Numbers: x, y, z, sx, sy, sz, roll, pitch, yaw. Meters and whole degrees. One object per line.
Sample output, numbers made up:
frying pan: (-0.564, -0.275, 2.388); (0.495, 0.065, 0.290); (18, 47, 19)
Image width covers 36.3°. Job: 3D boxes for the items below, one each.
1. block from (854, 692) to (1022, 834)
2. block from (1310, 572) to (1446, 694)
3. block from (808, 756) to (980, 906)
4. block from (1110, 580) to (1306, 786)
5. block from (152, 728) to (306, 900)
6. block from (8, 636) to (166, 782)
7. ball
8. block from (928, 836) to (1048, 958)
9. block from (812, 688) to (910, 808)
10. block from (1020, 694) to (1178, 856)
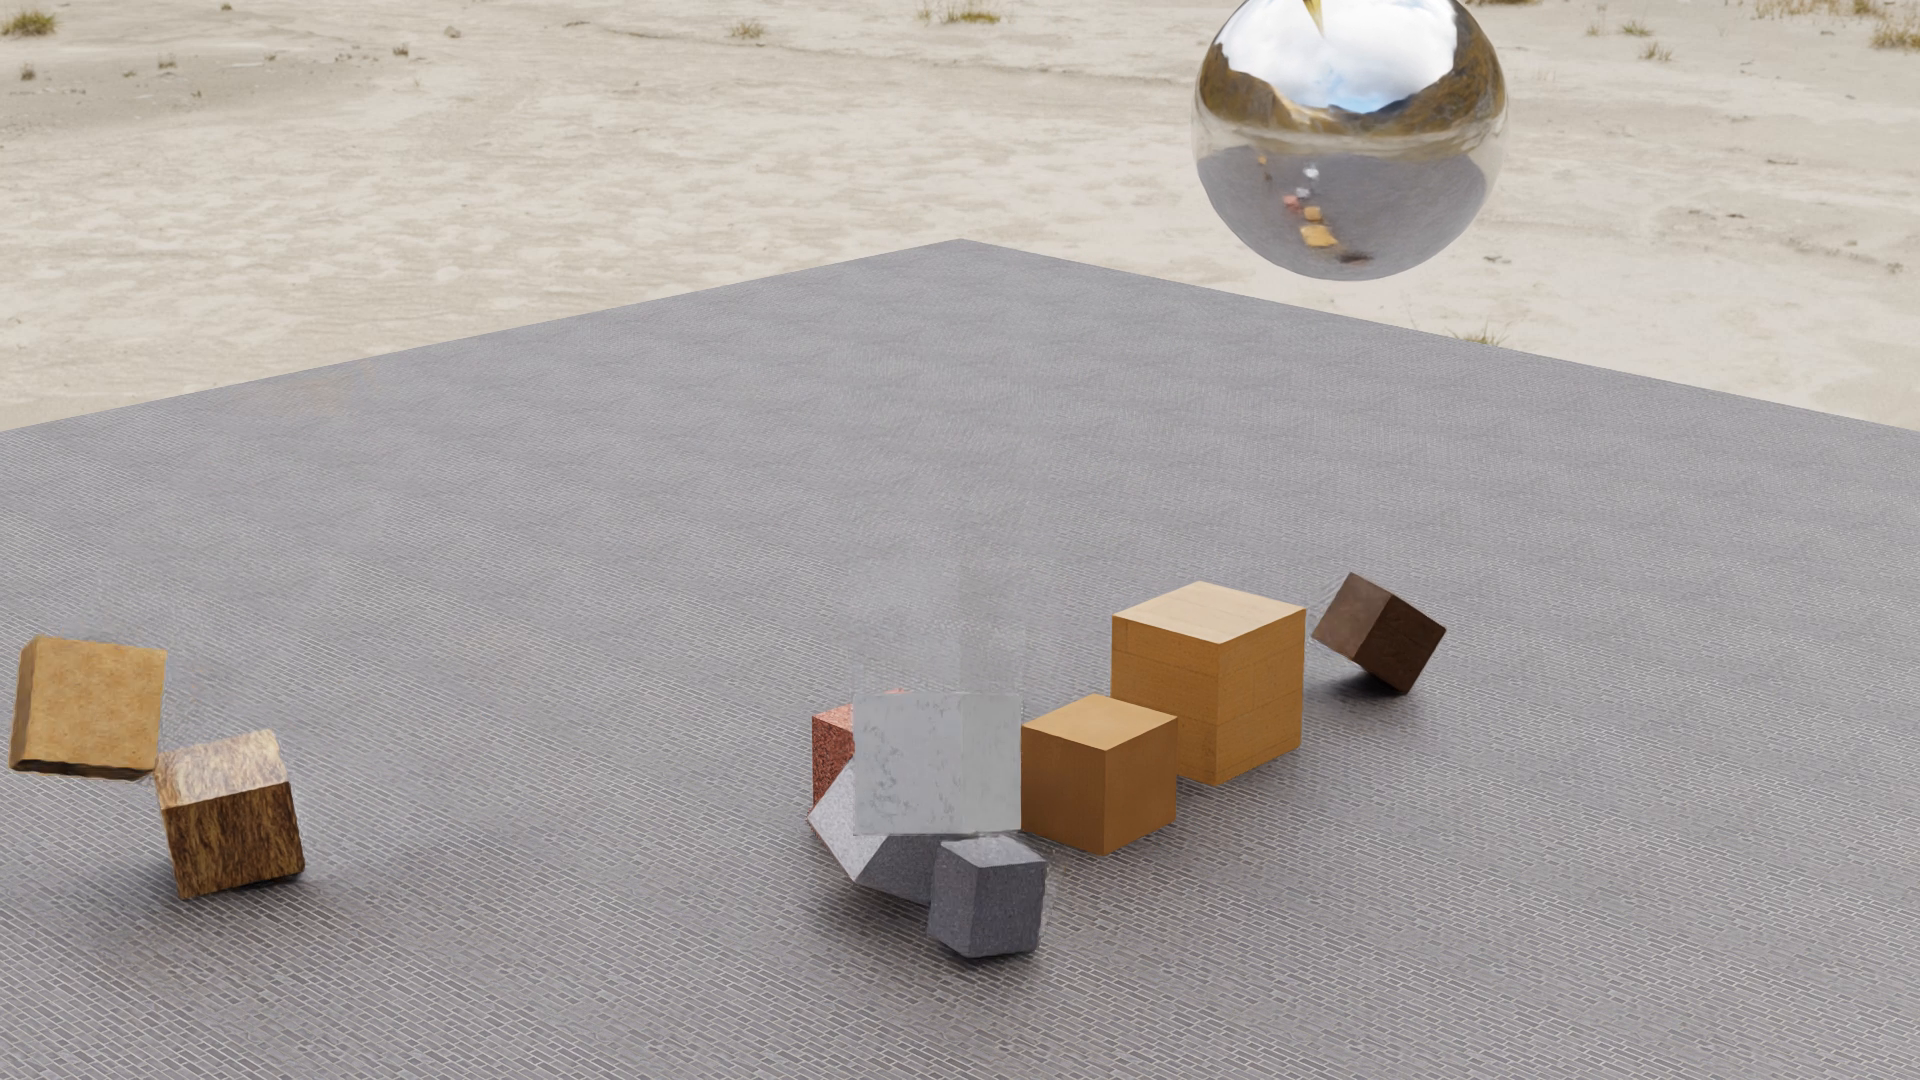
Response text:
block: (-0.091, 0.916, 12.053); (0.490, 0.561, 0.541); (-3, -5, 26)
block: (2.251, 0.500, 15.772); (0.435, 0.413, 0.418); (31, 1, -30)
block: (-0.282, 1.256, 13.086); (0.471, 0.471, 0.466); (25, 17, -43)
block: (1.252, 0.713, 14.832); (0.667, 0.745, 0.729); (15, 23, 39)
block: (-3.347, 1.245, 13.393); (0.564, 0.473, 0.527); (-12, 28, -16)
block: (-3.935, 0.768, 13.214); (0.557, 0.542, 0.588); (8, -12, -23)
ball: (1.952, -2.099, 14.728); (1.600, 1.600, 1.600); (0, 17, 0)
block: (0.118, 1.540, 12.671); (0.360, 0.409, 0.324); (-2, 15, -34)
block: (-0.302, 1.103, 13.909); (0.547, 0.555, 0.580); (-16, 23, -41)
block: (0.660, 1.109, 13.935); (0.502, 0.529, 0.566); (14, 22, 38)
